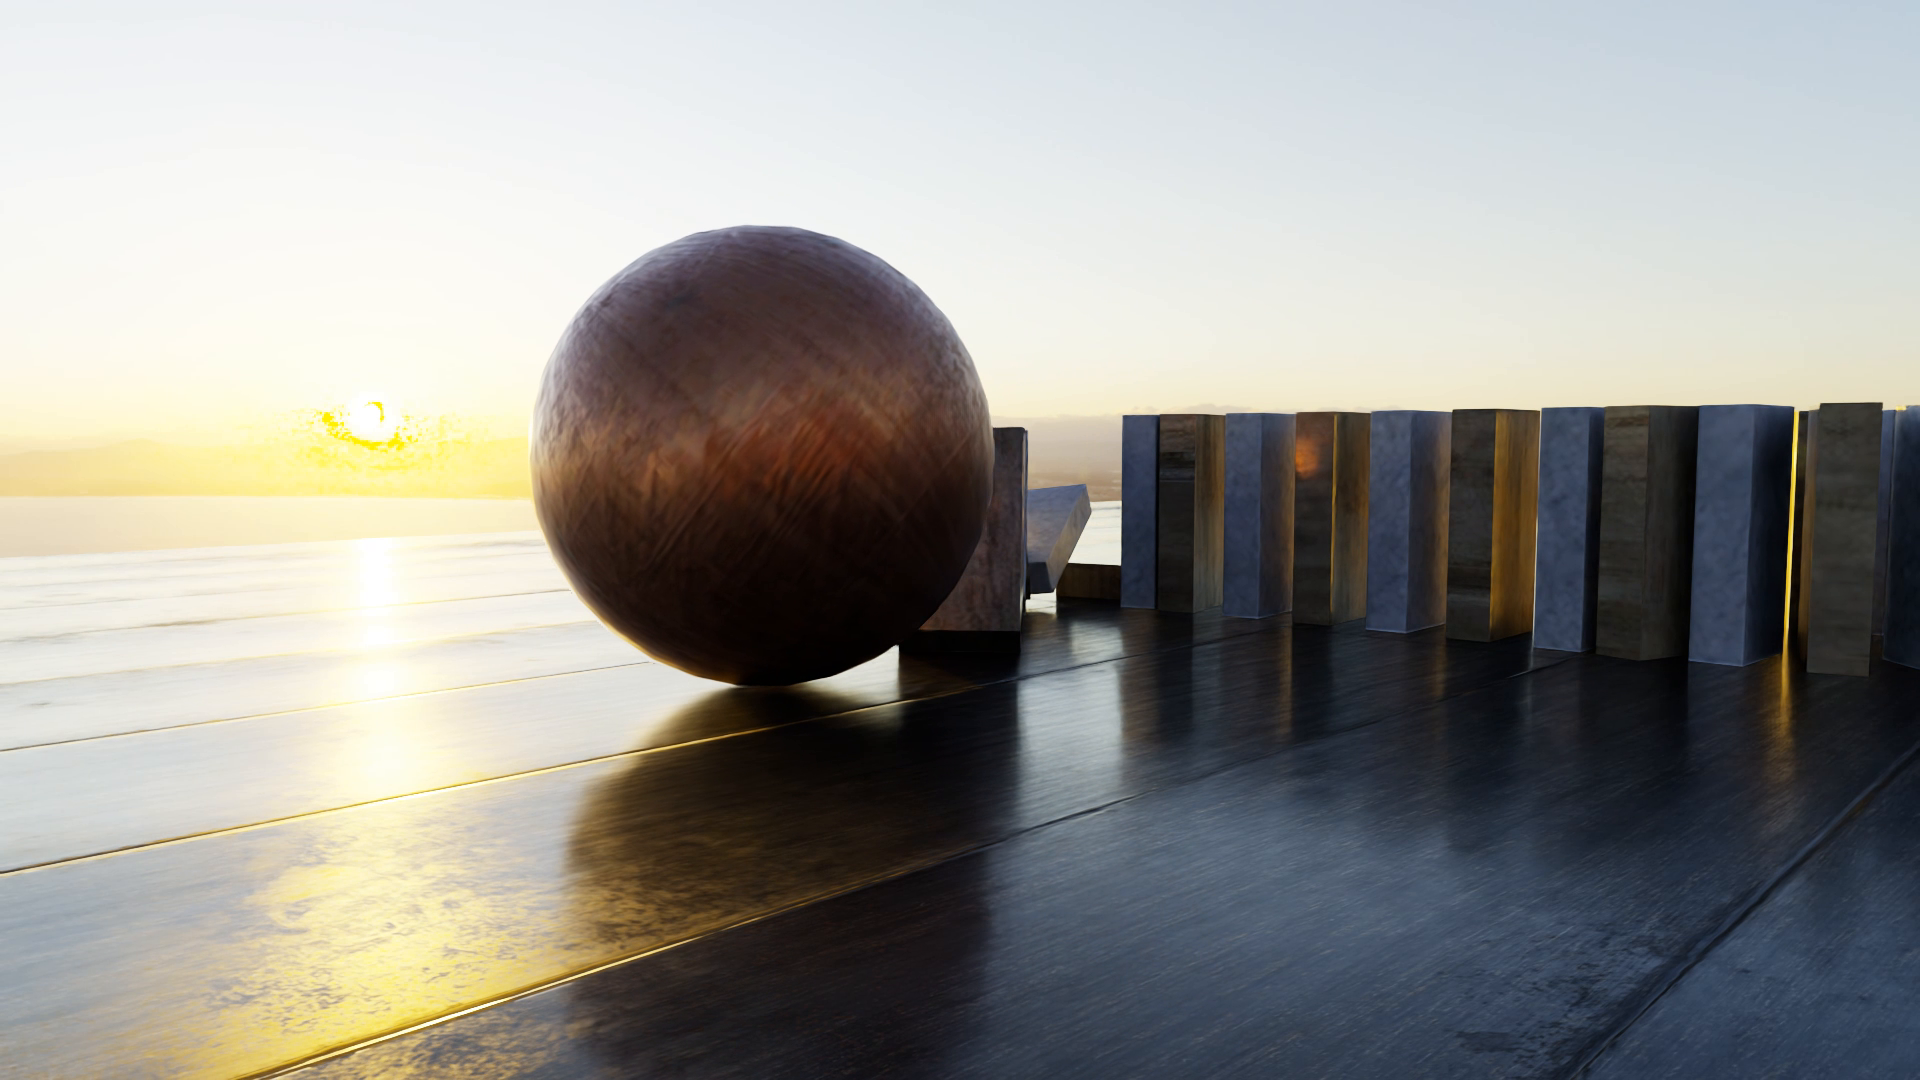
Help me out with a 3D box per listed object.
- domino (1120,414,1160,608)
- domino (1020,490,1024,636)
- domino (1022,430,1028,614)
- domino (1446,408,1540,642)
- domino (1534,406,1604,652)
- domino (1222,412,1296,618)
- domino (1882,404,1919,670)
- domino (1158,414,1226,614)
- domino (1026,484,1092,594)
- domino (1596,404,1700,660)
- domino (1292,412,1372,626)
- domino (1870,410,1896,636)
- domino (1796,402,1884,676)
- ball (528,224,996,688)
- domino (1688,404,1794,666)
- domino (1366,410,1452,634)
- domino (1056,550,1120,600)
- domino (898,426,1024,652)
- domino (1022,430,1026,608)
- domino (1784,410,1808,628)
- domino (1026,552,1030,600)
[{"bbox_3d":[0.052,-0.008,0.342,0.010,0.050,0.025,2,5,30],"label":"domino"},{"bbox_3d":[0.002,-0.003,0.295,0.025,0.050,0.009,0,-31,4],"label":"domino"},{"bbox_3d":[0.005,-0.005,0.330,0.025,0.050,0.010,0,-31,4],"label":"domino"},{"bbox_3d":[0.119,-0.004,0.286,0.009,0.050,0.025,4,6,44],"label":"domino"},{"bbox_3d":[0.132,-0.003,0.273,0.010,0.050,0.025,4,6,45],"label":"domino"},{"bbox_3d":[0.077,-0.007,0.323,0.009,0.050,0.025,3,5,38],"label":"domino"},{"bbox_3d":[0.186,0.000,0.239,0.009,0.050,0.025,1,4,7],"label":"domino"},{"bbox_3d":[0.061,-0.008,0.334,0.010,0.050,0.025,3,5,32],"label":"domino"},{"bbox_3d":[0.020,0.000,0.366,0.025,0.009,0.050,-5,25,22],"label":"domino"},{"bbox_3d":[0.142,-0.002,0.260,0.025,0.050,0.009,-2,5,-27],"label":"domino"},{"bbox_3d":[0.091,-0.006,0.311,0.009,0.050,0.025,4,6,40],"label":"domino"},{"bbox_3d":[0.212,-0.005,0.294,0.025,0.050,0.009,-3,5,-35],"label":"domino"},{"bbox_3d":[0.168,-0.001,0.246,0.010,0.050,0.025,2,5,29],"label":"domino"},{"bbox_3d":[-0.034,-0.014,0.225,0.080,0.080,0.080,0,4,0],"label":"ball"},{"bbox_3d":[0.156,-0.002,0.255,0.025,0.050,0.009,-4,6,-42],"label":"domino"},{"bbox_3d":[0.105,-0.005,0.299,0.009,0.050,0.025,4,6,43],"label":"domino"},{"bbox_3d":[0.050,0.010,0.376,0.025,0.010,0.050,2,5,29],"label":"domino"},{"bbox_3d":[0.001,-0.001,0.272,0.025,0.050,0.009,0,-31,4],"label":"domino"},{"bbox_3d":[0.003,-0.004,0.318,0.025,0.050,0.009,0,-31,4],"label":"domino"},{"bbox_3d":[0.198,-0.005,0.306,0.009,0.050,0.025,1,4,9],"label":"domino"},{"bbox_3d":[0.004,-0.006,0.345,0.025,0.050,0.009,-5,-39,1],"label":"domino"}]
